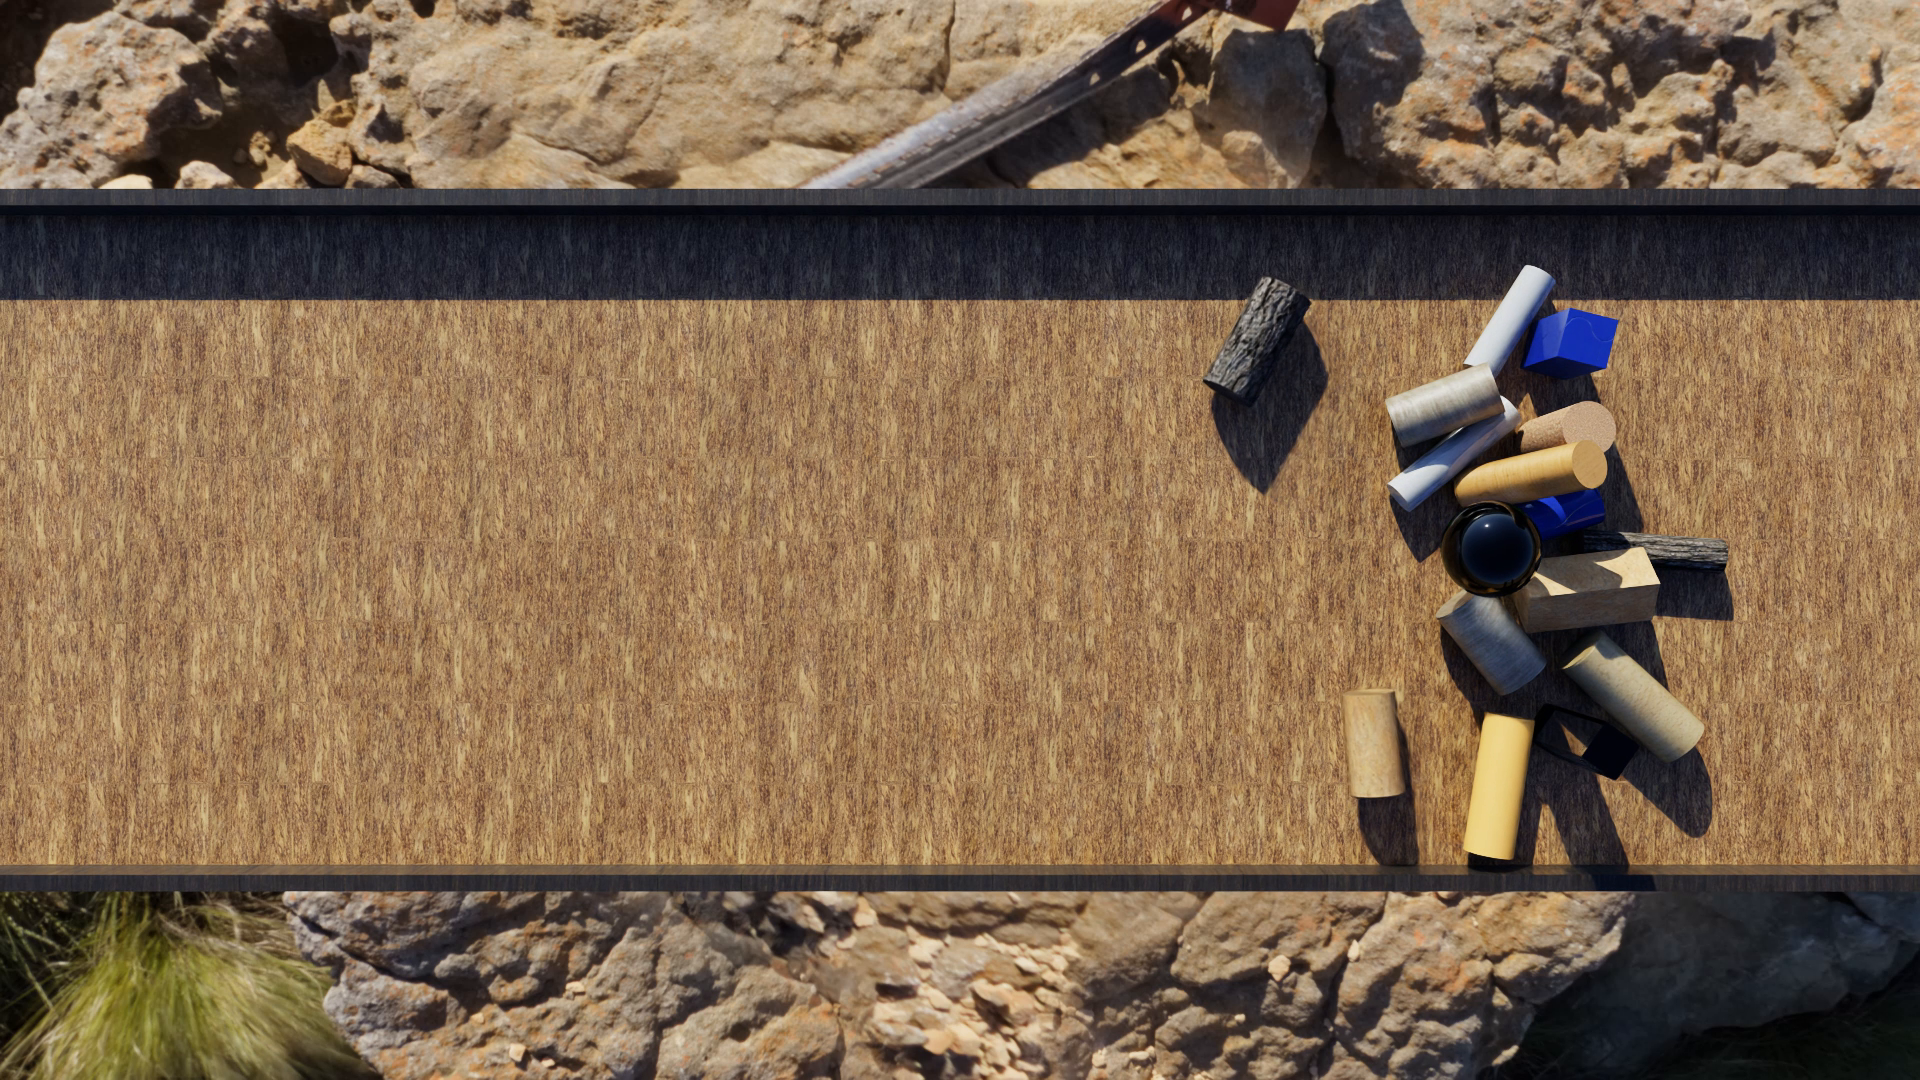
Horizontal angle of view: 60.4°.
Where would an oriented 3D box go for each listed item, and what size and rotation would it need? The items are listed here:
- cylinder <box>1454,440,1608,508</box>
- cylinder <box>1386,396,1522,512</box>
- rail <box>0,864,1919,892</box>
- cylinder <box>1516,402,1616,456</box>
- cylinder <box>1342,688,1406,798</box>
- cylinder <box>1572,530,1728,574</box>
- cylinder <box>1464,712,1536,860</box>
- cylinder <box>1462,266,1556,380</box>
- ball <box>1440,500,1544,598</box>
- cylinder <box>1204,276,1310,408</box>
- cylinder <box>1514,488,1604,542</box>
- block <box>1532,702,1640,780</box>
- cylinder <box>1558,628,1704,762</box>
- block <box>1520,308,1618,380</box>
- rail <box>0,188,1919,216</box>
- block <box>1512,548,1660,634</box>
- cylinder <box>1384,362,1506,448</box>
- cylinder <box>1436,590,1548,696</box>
[{"bbox_3d":[1.667,-0.184,4.843,0.139,0.457,0.139,4,80,-27],"label":"cylinder"},{"bbox_3d":[1.504,-0.263,5.022,0.431,0.110,0.110,-39,90,0],"label":"cylinder"},{"bbox_3d":[-2.247,1.025,5.001,12.000,0.150,0.050,0,90,0],"label":"rail"},{"bbox_3d":[1.798,-0.307,4.910,0.161,0.314,0.161,1,85,-6],"label":"cylinder"},{"bbox_3d":[1.253,0.613,4.997,0.159,0.159,0.306,-6,90,0],"label":"cylinder"},{"bbox_3d":[2.098,0.035,5.023,0.434,0.107,0.107,4,90,0],"label":"cylinder"},{"bbox_3d":[1.635,0.742,5.002,0.148,0.148,0.422,9,90,0],"label":"cylinder"},{"bbox_3d":[1.672,-0.658,5.023,0.107,0.107,0.353,32,90,0],"label":"cylinder"},{"bbox_3d":[1.543,0.026,4.790,0.284,0.284,0.284,0,90,0],"label":"ball"},{"bbox_3d":[0.900,-0.598,4.993,0.167,0.167,0.358,30,90,0],"label":"cylinder"},{"bbox_3d":[1.716,-0.053,5.004,0.431,0.146,0.146,-18,90,0],"label":"cylinder"},{"bbox_3d":[1.821,0.588,4.853,0.121,0.442,0.121,35,90,-2],"label":"block"},{"bbox_3d":[2.030,0.470,4.992,0.420,0.168,0.168,42,90,0],"label":"cylinder"},{"bbox_3d":[1.809,-0.580,4.911,0.144,0.330,0.144,15,90,1],"label":"block"},{"bbox_3d":[-2.247,-1.025,5.002,12.000,0.150,0.050,0,90,0],"label":"rail"},{"bbox_3d":[1.875,0.151,4.952,0.372,0.155,0.155,-7,133,5],"label":"block"},{"bbox_3d":[1.456,-0.404,4.952,0.312,0.161,0.161,-20,90,18],"label":"cylinder"},{"bbox_3d":[1.605,0.297,4.987,0.179,0.179,0.300,-39,90,0],"label":"cylinder"}]
